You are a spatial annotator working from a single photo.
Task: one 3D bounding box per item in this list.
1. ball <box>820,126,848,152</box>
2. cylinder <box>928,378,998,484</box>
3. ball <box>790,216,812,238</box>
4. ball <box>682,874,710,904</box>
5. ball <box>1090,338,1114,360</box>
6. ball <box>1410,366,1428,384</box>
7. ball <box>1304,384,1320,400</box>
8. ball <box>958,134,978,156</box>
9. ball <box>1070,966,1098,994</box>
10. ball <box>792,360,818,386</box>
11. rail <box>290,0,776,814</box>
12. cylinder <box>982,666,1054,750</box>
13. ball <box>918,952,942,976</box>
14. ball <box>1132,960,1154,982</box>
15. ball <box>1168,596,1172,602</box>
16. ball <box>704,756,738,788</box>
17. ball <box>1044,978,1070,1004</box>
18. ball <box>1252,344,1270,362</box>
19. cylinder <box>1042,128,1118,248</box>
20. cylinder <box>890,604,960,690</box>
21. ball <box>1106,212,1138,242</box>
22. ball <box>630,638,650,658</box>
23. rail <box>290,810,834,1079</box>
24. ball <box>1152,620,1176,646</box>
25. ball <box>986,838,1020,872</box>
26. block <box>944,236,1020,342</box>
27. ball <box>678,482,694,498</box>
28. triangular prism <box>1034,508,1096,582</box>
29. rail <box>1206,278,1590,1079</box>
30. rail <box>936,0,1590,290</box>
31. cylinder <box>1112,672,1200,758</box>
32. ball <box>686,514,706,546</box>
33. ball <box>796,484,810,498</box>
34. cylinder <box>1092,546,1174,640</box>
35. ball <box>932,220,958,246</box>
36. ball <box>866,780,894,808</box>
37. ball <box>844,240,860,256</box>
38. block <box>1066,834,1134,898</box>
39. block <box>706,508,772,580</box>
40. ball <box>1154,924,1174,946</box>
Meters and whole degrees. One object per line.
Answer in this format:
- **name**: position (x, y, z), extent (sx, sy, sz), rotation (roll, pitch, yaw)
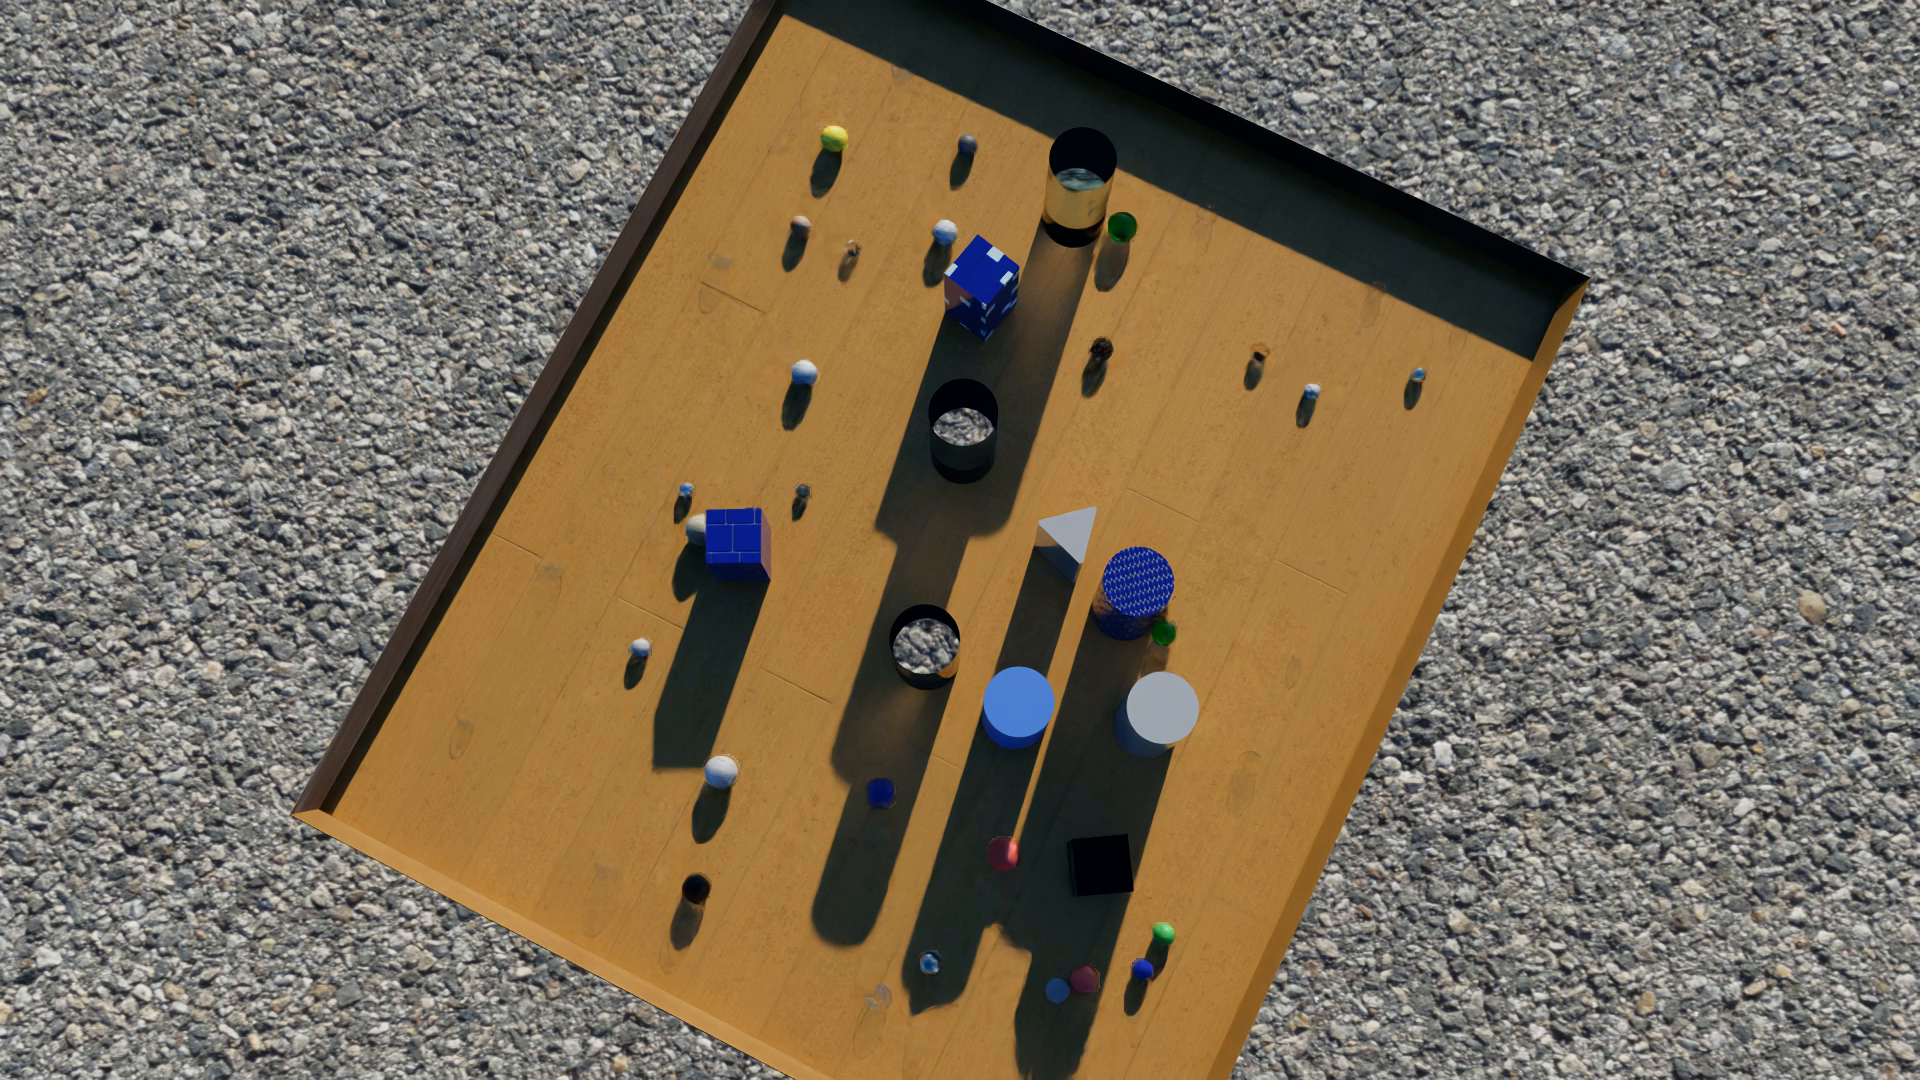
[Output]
- **ball**: position (-0.401, -1.278, 5.837), extent (0.086, 0.086, 0.086), rotation (0, 78, 0)
- **cylinder**: position (0.010, -0.317, 5.445), extent (0.200, 0.465, 0.200), rotation (0, 78, 0)
- **ball**: position (-0.503, -0.990, 5.787), extent (0.067, 0.067, 0.067), rotation (0, 78, 0)
- **ball**: position (-0.773, 1.021, 5.362), extent (0.084, 0.084, 0.084), rotation (0, 78, 0)
- **ball**: position (0.441, -0.593, 5.704), extent (0.070, 0.070, 0.070), rotation (0, 78, 0)
- **ball**: position (1.426, -0.513, 5.697), extent (0.051, 0.051, 0.051), rotation (0, 78, 0)
- **ball**: position (1.092, -0.460, 5.684), extent (0.054, 0.054, 0.054), rotation (0, 78, 0)
- **ball**: position (0.024, -1.259, 5.843), extent (0.067, 0.067, 0.067), rotation (0, 78, 0)
- **ball**: position (0.360, 1.276, 5.312), extent (0.080, 0.080, 0.080), rotation (0, 78, 0)
- **ball**: position (-0.483, -0.516, 5.682), extent (0.082, 0.082, 0.082), rotation (0, 78, 0)
- **rail**: position (-1.208, -0.585, 5.670), extent (0.045, 0.130, 3.211), rotation (26, 80, 5)
- **cylinder**: position (0.166, 0.492, 5.325), extent (0.200, 0.372, 0.200), rotation (0, 78, 0)
- **ball**: position (-0.086, 1.233, 5.326), extent (0.070, 0.070, 0.070), rotation (0, 78, 0)
- **ball**: position (0.532, 1.251, 5.326), extent (0.062, 0.062, 0.062), rotation (0, 78, 0)
- **ball**: position (0.623, 0.170, 5.557), extent (0.044, 0.044, 0.044), rotation (0, 78, 0)
- **ball**: position (-0.708, 0.687, 5.424), extent (0.099, 0.099, 0.099), rotation (0, 78, 0)
- **ball**: position (0.281, 1.305, 5.310), extent (0.072, 0.072, 0.072), rotation (0, 78, 0)
- **ball**: position (0.938, -0.585, 5.709), extent (0.056, 0.056, 0.056), rotation (0, 78, 0)
- **cylinder**: position (0.361, -1.071, 5.601), extent (0.200, 0.466, 0.200), rotation (0, 78, 0)
- **cylinder**: position (-0.099, 0.317, 5.359), extent (0.200, 0.376, 0.200), rotation (0, 78, 0)
- **ball**: position (0.511, -0.987, 5.772), extent (0.096, 0.096, 0.096), rotation (0, 78, 0)
- **ball**: position (-0.962, 0.326, 5.519), extent (0.059, 0.059, 0.059), rotation (0, 78, 0)
- **rail**: position (-0.707, 1.392, 5.261), extent (2.749, 0.130, 0.045), rotation (26, 80, 5)
- **ball**: position (0.614, 0.279, 5.516), extent (0.076, 0.076, 0.076), rotation (0, 78, 0)
- **ball**: position (0.129, 0.925, 5.374), extent (0.100, 0.100, 0.100), rotation (0, 78, 0)
- **block**: position (0.065, -0.765, 5.599), extent (0.160, 0.344, 0.160), rotation (38, 81, 7)
- **ball**: position (-0.839, -0.153, 5.623), extent (0.049, 0.049, 0.049), rotation (0, 78, 0)
- **triangular prism**: position (0.342, -0.012, 5.458), extent (0.150, 0.316, 0.173), rotation (-44, 82, -8)
- **rail**: position (1.208, 0.598, 5.425), extent (0.045, 0.130, 3.211), rotation (26, 80, 5)
- **rail**: position (0.707, -1.378, 5.835), extent (2.749, 0.130, 0.045), rotation (26, 80, 5)
- **cylinder**: position (0.558, 0.509, 5.271), extent (0.200, 0.470, 0.200), rotation (0, 78, 0)
- **ball**: position (-0.787, -0.031, 5.568), extent (0.096, 0.096, 0.096), rotation (0, 78, 0)
- **ball**: position (-0.481, -0.150, 5.626), extent (0.043, 0.043, 0.043), rotation (0, 78, 0)
- **cylinder**: position (0.500, 0.162, 5.350), extent (0.200, 0.456, 0.200), rotation (0, 78, 0)
- **ball**: position (-0.046, -0.968, 5.776), extent (0.081, 0.081, 0.081), rotation (0, 78, 0)
- **ball**: position (-0.234, 0.751, 5.419), extent (0.083, 0.083, 0.083), rotation (0, 78, 0)
- **ball**: position (-0.338, -0.922, 5.781), extent (0.052, 0.052, 0.052), rotation (0, 78, 0)
- **block**: position (0.403, 0.943, 5.293), extent (0.160, 0.251, 0.160), rotation (-5, 78, -1)
- **block**: position (-0.658, 0.017, 5.468), extent (0.160, 0.285, 0.160), rotation (-1, 78, 0)
- **ball**: position (0.595, 1.152, 5.346), extent (0.063, 0.063, 0.063), rotation (0, 78, 0)
